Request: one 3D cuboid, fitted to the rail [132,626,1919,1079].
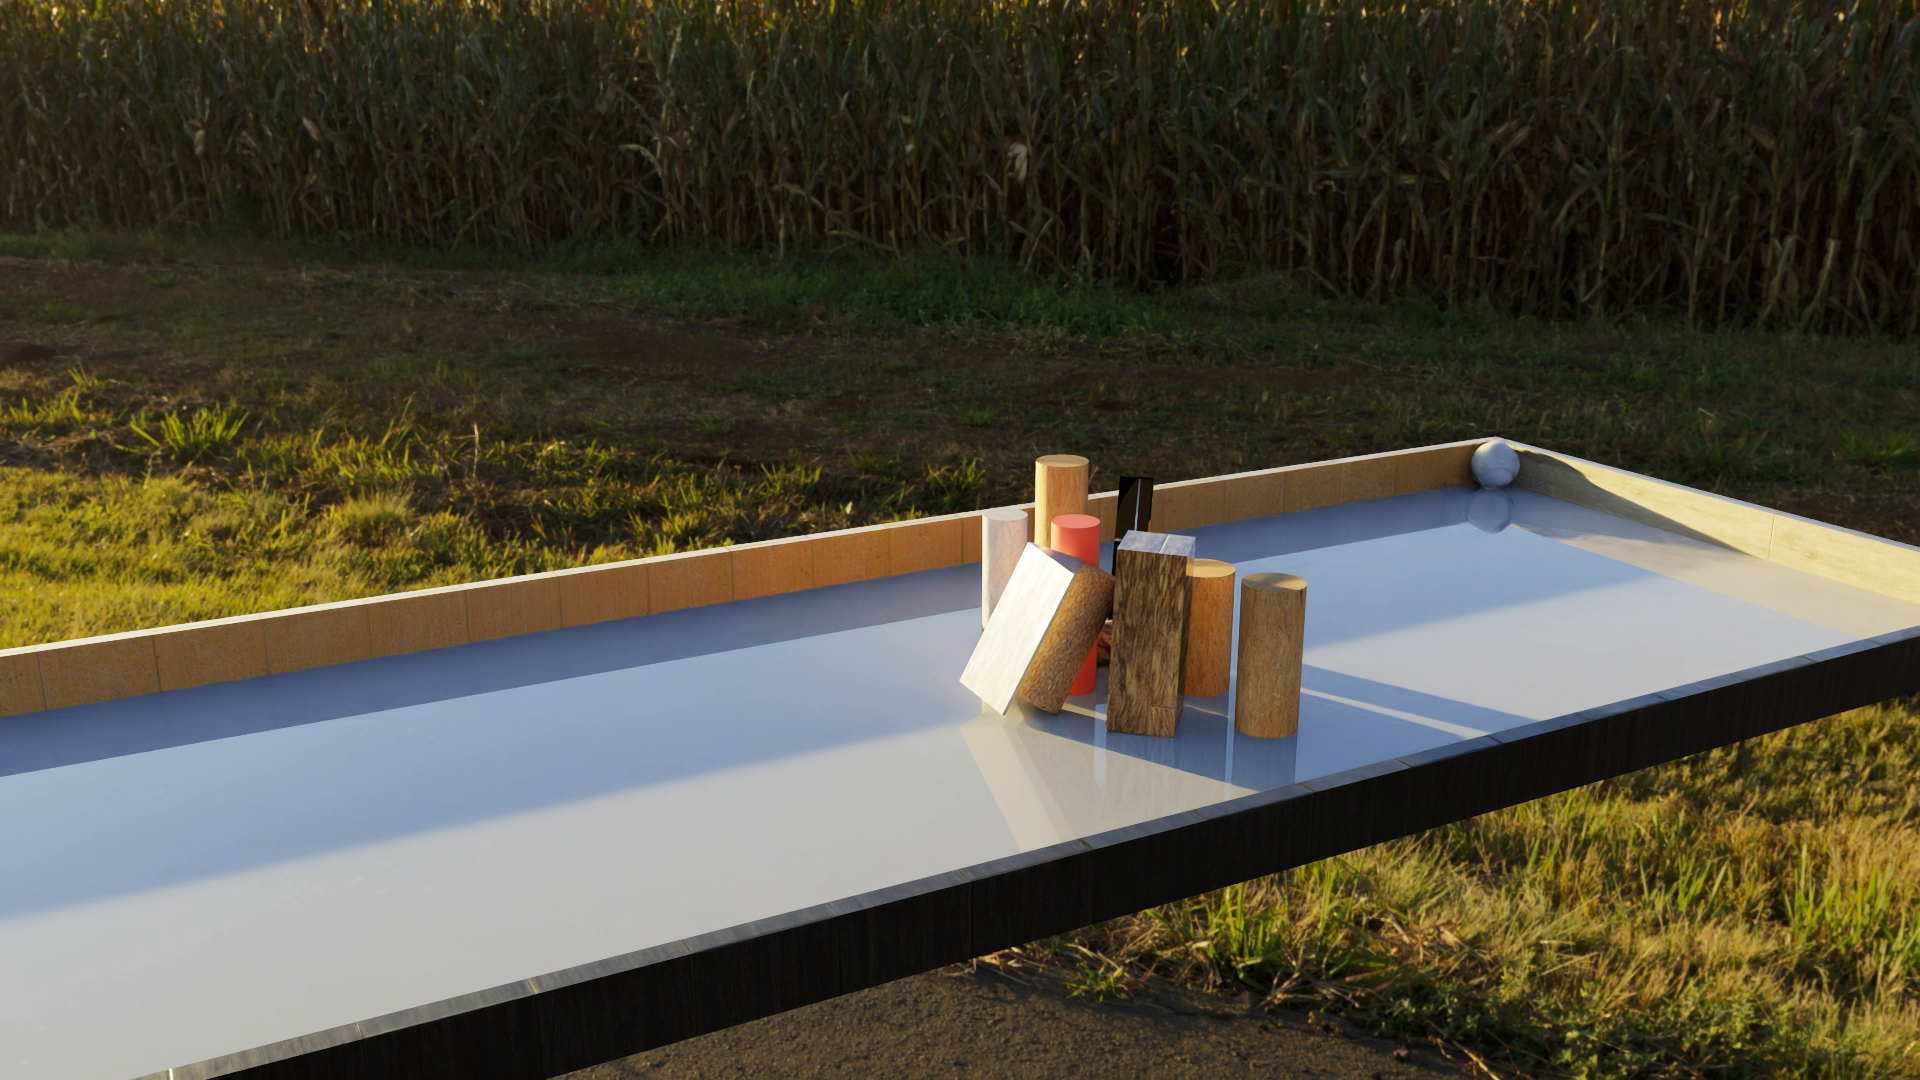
[{"bbox_3d":[-2.336,1.006,1.665,12.000,0.150,0.050,-9,18,-27],"label":"rail"}]

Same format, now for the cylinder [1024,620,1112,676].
[{"bbox_3d":[0.289,0.276,4.220,0.417,0.109,0.109,-8,18,-24],"label":"cylinder"}]

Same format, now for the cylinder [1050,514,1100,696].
[{"bbox_3d":[0.280,0.159,4.048,0.117,0.429,0.117,0,18,0],"label":"cylinder"}]

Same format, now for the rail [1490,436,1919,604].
[{"bbox_3d":[2.466,-0.048,5.253,0.050,0.150,2.100,-9,18,-27],"label":"rail"}]

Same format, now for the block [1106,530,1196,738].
[{"bbox_3d":[0.443,0.217,3.828,0.158,0.440,0.158,6,17,14],"label":"block"}]

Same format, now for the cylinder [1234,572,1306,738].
[{"bbox_3d":[0.718,0.266,3.821,0.148,0.354,0.148,0,16,0],"label":"cylinder"}]

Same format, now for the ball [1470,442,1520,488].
[{"bbox_3d":[1.937,-0.272,5.974,0.170,0.170,0.170,0,16,0],"label":"ball"}]

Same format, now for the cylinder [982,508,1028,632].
[{"bbox_3d":[0.118,0.107,4.350,0.118,0.361,0.118,0,16,0],"label":"cylinder"}]

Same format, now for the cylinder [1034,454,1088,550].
[{"bbox_3d":[0.280,-0.003,4.573,0.145,0.446,0.145,0,16,0],"label":"cylinder"}]

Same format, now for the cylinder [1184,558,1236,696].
[{"bbox_3d":[0.595,0.216,4.076,0.155,0.307,0.155,0,16,0],"label":"cylinder"}]

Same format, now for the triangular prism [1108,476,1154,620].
[{"bbox_3d":[0.476,0.047,4.416,0.102,0.430,0.088,9,9,35],"label":"triangular prism"}]

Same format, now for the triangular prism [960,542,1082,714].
[{"bbox_3d":[0.172,0.212,3.945,0.153,0.387,0.133,36,19,32],"label":"triangular prism"}]

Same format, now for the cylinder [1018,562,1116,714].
[{"bbox_3d":[0.263,0.233,3.923,0.112,0.348,0.112,26,7,-3],"label":"cylinder"}]

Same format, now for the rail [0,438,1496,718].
[{"bbox_3d":[-3.305,0.497,3.399,12.000,0.150,0.050,-9,18,-27],"label":"rail"}]
